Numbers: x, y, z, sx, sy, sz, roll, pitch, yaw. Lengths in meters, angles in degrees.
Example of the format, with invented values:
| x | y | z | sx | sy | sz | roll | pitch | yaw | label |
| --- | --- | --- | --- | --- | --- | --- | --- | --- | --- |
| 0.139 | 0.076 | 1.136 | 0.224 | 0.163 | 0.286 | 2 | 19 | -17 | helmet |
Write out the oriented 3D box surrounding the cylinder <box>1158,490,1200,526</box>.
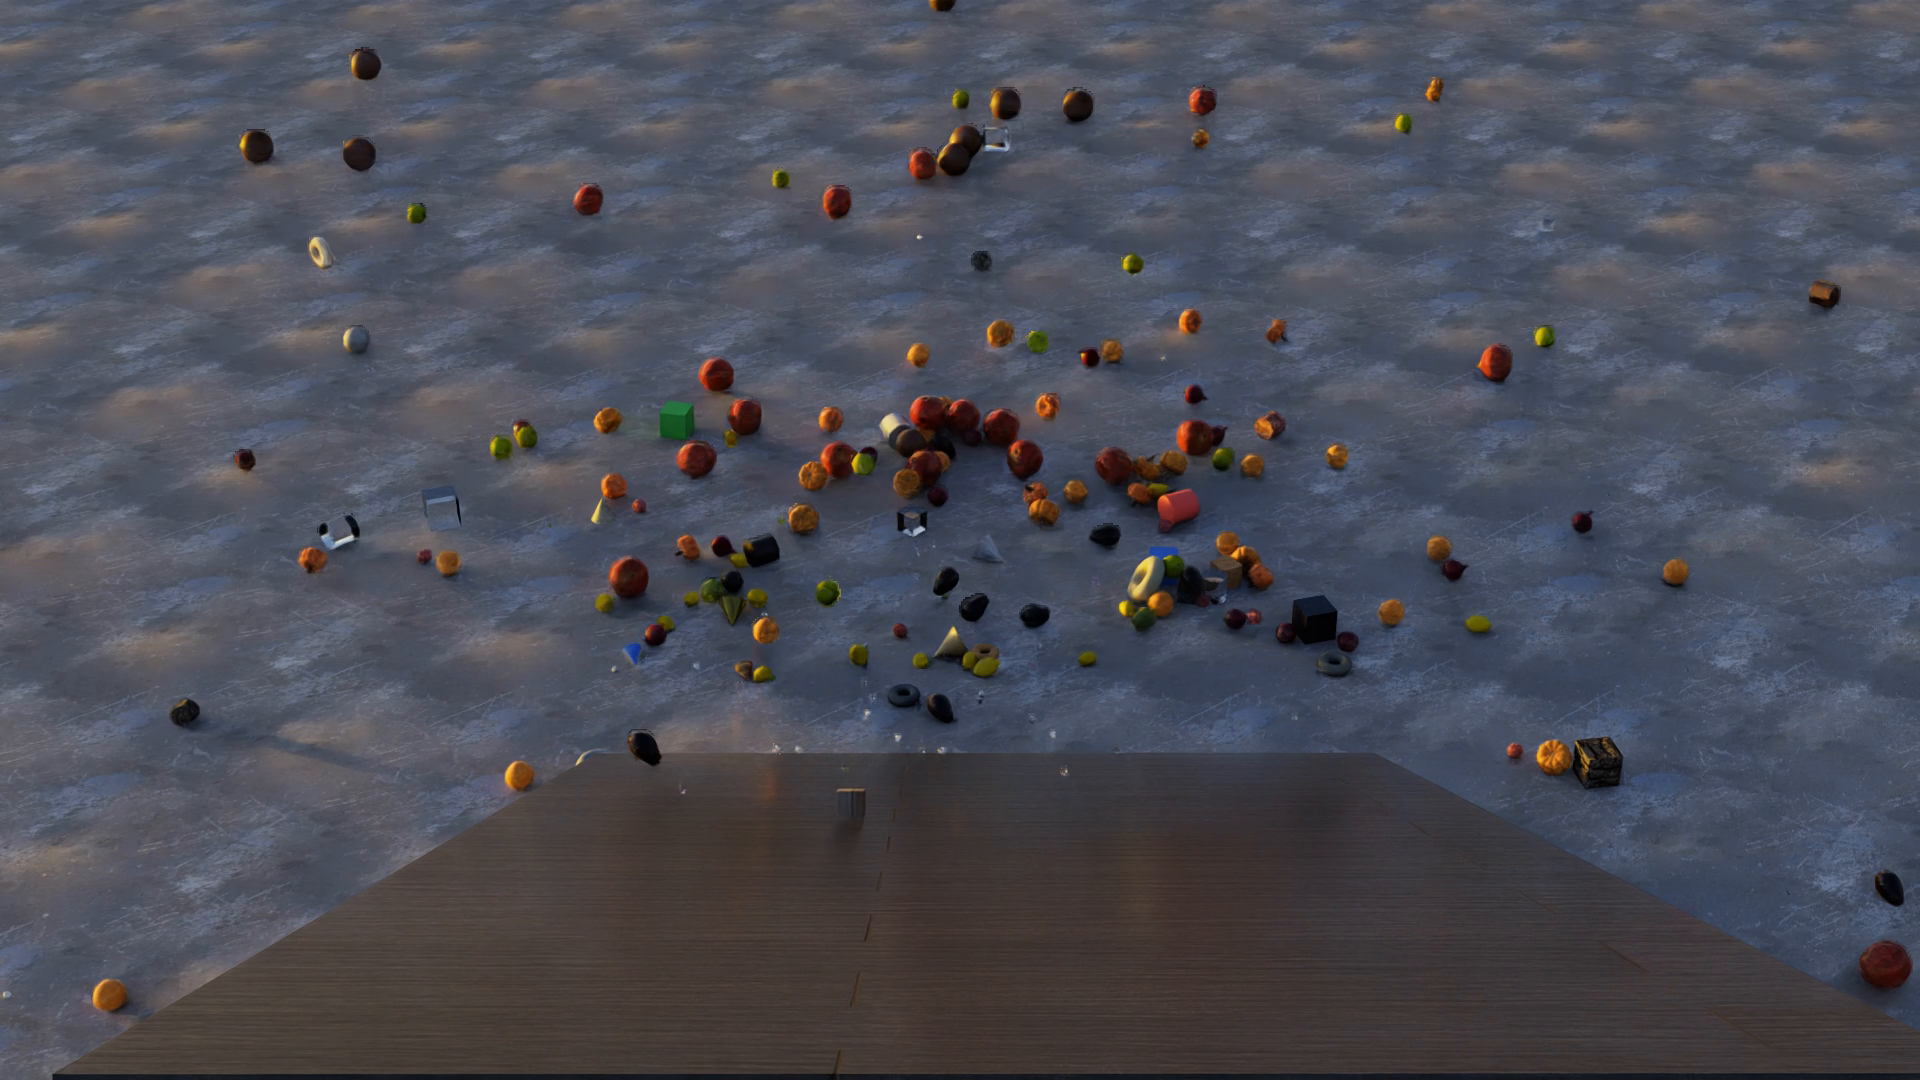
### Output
| x | y | z | sx | sy | sz | roll | pitch | yaw | label |
| --- | --- | --- | --- | --- | --- | --- | --- | --- | --- |
| 0.664 | -0.099 | 7.859 | 0.093 | 0.093 | 0.093 | -14 | 33 | -23 | cylinder |

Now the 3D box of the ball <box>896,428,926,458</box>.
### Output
| x | y | z | sx | sy | sz | roll | pitch | yaw | label |
| --- | --- | --- | --- | --- | --- | --- | --- | --- | --- |
| -0.155 | -0.305 | 8.213 | 0.096 | 0.096 | 0.096 | 0 | 30 | 0 | ball |

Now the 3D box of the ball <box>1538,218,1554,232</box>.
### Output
| x | y | z | sx | sy | sz | roll | pitch | yaw | label |
| --- | --- | --- | --- | --- | --- | --- | --- | --- | --- |
| 2.218 | -1.192 | 9.793 | 0.055 | 0.055 | 0.055 | 0 | 30 | 0 | ball |

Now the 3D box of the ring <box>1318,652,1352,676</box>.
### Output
| x | y | z | sx | sy | sz | roll | pitch | yaw | label |
| --- | --- | --- | --- | --- | --- | --- | --- | --- | --- |
| 1.036 | 0.343 | 7.154 | 0.097 | 0.032 | 0.097 | 0 | 31 | 0 | ring |

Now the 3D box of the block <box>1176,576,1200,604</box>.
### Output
| x | y | z | sx | sy | sz | roll | pitch | yaw | label |
| --- | --- | --- | --- | --- | --- | --- | --- | --- | --- |
| 0.659 | 0.144 | 7.472 | 0.058 | 0.058 | 0.058 | 6 | 31 | 10 | block |

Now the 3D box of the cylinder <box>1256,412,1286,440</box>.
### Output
| x | y | z | sx | sy | sz | roll | pitch | yaw | label |
| --- | --- | --- | --- | --- | --- | --- | --- | --- | --- |
| 1.002 | -0.369 | 8.350 | 0.070 | 0.070 | 0.070 | 25 | 38 | 36 | cylinder |

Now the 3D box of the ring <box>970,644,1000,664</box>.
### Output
| x | y | z | sx | sy | sz | roll | pitch | yaw | label |
| --- | --- | --- | --- | --- | --- | --- | --- | --- | --- |
| 0.069 | 0.315 | 7.206 | 0.081 | 0.027 | 0.081 | 1 | 31 | 0 | ring |

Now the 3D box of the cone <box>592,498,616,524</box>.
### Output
| x | y | z | sx | sy | sz | roll | pitch | yaw | label |
| --- | --- | --- | --- | --- | --- | --- | --- | --- | --- |
| -1.086 | -0.100 | 7.876 | 0.076 | 0.076 | 0.076 | 0 | 30 | 0 | cone |

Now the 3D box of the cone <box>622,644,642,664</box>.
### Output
| x | y | z | sx | sy | sz | roll | pitch | yaw | label |
| --- | --- | --- | --- | --- | --- | --- | --- | --- | --- |
| -0.906 | 0.325 | 7.191 | 0.054 | 0.054 | 0.054 | -10 | 58 | -16 | cone |

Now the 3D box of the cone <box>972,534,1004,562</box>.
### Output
| x | y | z | sx | sy | sz | roll | pitch | yaw | label |
| --- | --- | --- | --- | --- | --- | --- | --- | --- | --- |
| 0.096 | 0.042 | 7.667 | 0.090 | 0.090 | 0.090 | 34 | 37 | 5 | cone |

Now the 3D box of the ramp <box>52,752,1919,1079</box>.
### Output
| x | y | z | sx | sy | sz | roll | pitch | yaw | label |
| --- | --- | --- | --- | --- | --- | --- | --- | --- | --- |
| 0.067 | 0.598 | 4.656 | 2.000 | 0.100 | 4.000 | 0 | 0 | 0 | ramp |

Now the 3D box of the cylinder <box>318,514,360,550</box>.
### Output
| x | y | z | sx | sy | sz | roll | pitch | yaw | label |
| --- | --- | --- | --- | --- | --- | --- | --- | --- | --- |
| -1.858 | -0.027 | 7.741 | 0.085 | 0.085 | 0.085 | 24 | 38 | 36 | cylinder |

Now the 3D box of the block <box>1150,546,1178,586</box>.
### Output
| x | y | z | sx | sy | sz | roll | pitch | yaw | label |
| --- | --- | --- | --- | --- | --- | --- | --- | --- | --- |
| 0.594 | 0.076 | 7.565 | 0.082 | 0.082 | 0.082 | 2 | 30 | 3 | block |

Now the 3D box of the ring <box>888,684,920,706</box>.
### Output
| x | y | z | sx | sy | sz | roll | pitch | yaw | label |
| --- | --- | --- | --- | --- | --- | --- | --- | --- | --- |
| -0.152 | 0.421 | 7.020 | 0.089 | 0.030 | 0.089 | 0 | 31 | 0 | ring |

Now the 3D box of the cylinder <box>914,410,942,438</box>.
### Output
| x | y | z | sx | sy | sz | roll | pitch | yaw | label |
| --- | --- | --- | --- | --- | --- | --- | --- | --- | --- |
| -0.103 | -0.375 | 8.361 | 0.069 | 0.069 | 0.069 | -12 | 34 | -19 | cylinder |

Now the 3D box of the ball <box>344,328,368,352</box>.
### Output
| x | y | z | sx | sy | sz | roll | pitch | yaw | label |
| --- | --- | --- | --- | --- | --- | --- | --- | --- | --- |
| -2.074 | -0.688 | 8.887 | 0.085 | 0.085 | 0.085 | 0 | 30 | 0 | ball |

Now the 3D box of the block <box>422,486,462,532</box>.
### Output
| x | y | z | sx | sy | sz | roll | pitch | yaw | label |
| --- | --- | --- | --- | --- | --- | --- | --- | --- | --- |
| -1.573 | -0.096 | 7.851 | 0.095 | 0.095 | 0.095 | -11 | 32 | -18 | block |

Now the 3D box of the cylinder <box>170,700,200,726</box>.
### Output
| x | y | z | sx | sy | sz | roll | pitch | yaw | label |
| --- | --- | --- | --- | --- | --- | --- | --- | --- | --- |
| -2.073 | 0.463 | 6.922 | 0.054 | 0.054 | 0.054 | 10 | 31 | 17 | cylinder |

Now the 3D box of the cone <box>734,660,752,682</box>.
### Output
| x | y | z | sx | sy | sz | roll | pitch | yaw | label |
| --- | --- | --- | --- | --- | --- | --- | --- | --- | --- |
| -0.589 | 0.368 | 7.117 | 0.052 | 0.052 | 0.052 | -9 | 58 | -14 | cone |

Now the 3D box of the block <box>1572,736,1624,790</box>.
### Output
| x | y | z | sx | sy | sz | roll | pitch | yaw | label |
| --- | --- | --- | --- | --- | --- | --- | --- | --- | --- |
| 1.648 | 0.576 | 6.688 | 0.092 | 0.092 | 0.092 | -5 | 30 | -9 | block |

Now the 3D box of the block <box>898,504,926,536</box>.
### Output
| x | y | z | sx | sy | sz | roll | pitch | yaw | label |
| --- | --- | --- | --- | --- | --- | --- | --- | --- | --- |
| -0.145 | -0.059 | 7.818 | 0.063 | 0.063 | 0.063 | 22 | 37 | 33 | block |

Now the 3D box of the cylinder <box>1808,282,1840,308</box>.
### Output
| x | y | z | sx | sy | sz | roll | pitch | yaw | label |
| --- | --- | --- | --- | --- | --- | --- | --- | --- | --- |
| 3.077 | -0.873 | 9.216 | 0.076 | 0.076 | 0.076 | -25 | 38 | -36 | cylinder |

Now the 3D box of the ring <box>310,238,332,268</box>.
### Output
| x | y | z | sx | sy | sz | roll | pitch | yaw | label |
| --- | --- | --- | --- | --- | --- | --- | --- | --- | --- |
| -2.340 | -1.052 | 9.482 | 0.039 | 0.118 | 0.118 | -26 | 39 | -37 | ring |

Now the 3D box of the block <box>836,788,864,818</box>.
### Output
| x | y | z | sx | sy | sz | roll | pitch | yaw | label |
| --- | --- | --- | --- | --- | --- | --- | --- | --- | --- |
| -0.216 | 0.521 | 5.117 | 0.053 | 0.053 | 0.053 | 0 | 0 | 0 | block |

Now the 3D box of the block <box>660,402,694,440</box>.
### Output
| x | y | z | sx | sy | sz | roll | pitch | yaw | label |
| --- | --- | --- | --- | --- | --- | --- | --- | --- | --- |
| -0.915 | -0.387 | 8.364 | 0.087 | 0.087 | 0.087 | 7 | 31 | 11 | block |

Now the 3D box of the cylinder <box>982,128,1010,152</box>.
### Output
| x | y | z | sx | sy | sz | roll | pitch | yaw | label |
| --- | --- | --- | --- | --- | --- | --- | --- | --- | --- |
| 0.146 | -1.624 | 10.492 | 0.093 | 0.093 | 0.093 | 3 | 30 | 15 | cylinder |

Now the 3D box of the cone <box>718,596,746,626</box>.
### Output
| x | y | z | sx | sy | sz | roll | pitch | yaw | label |
| --- | --- | --- | --- | --- | --- | --- | --- | --- | --- |
| -0.649 | 0.214 | 7.372 | 0.080 | 0.080 | 0.080 | -1 | 57 | -2 | cone |

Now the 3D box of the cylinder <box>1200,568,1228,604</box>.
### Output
| x | y | z | sx | sy | sz | roll | pitch | yaw | label |
| --- | --- | --- | --- | --- | --- | --- | --- | --- | --- |
| 0.733 | 0.135 | 7.470 | 0.076 | 0.076 | 0.076 | 0 | 30 | 0 | cylinder |

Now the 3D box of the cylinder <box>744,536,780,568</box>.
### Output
| x | y | z | sx | sy | sz | roll | pitch | yaw | label |
| --- | --- | --- | --- | --- | --- | --- | --- | --- | --- |
| -0.586 | 0.033 | 7.645 | 0.077 | 0.077 | 0.077 | -17 | 34 | -27 | cylinder |

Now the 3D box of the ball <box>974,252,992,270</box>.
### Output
| x | y | z | sx | sy | sz | roll | pitch | yaw | label |
| --- | --- | --- | --- | --- | --- | --- | --- | --- | --- |
| 0.082 | -1.019 | 9.481 | 0.066 | 0.066 | 0.066 | 0 | 30 | 0 | ball |

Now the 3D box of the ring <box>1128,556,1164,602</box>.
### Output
| x | y | z | sx | sy | sz | roll | pitch | yaw | label |
| --- | --- | --- | --- | --- | --- | --- | --- | --- | --- |
| 0.537 | 0.114 | 7.456 | 0.049 | 0.146 | 0.146 | 30 | 25 | -16 | ring |

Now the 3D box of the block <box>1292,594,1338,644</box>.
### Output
| x | y | z | sx | sy | sz | roll | pitch | yaw | label |
| --- | --- | --- | --- | --- | --- | --- | --- | --- | --- |
| 0.999 | 0.225 | 7.297 | 0.093 | 0.093 | 0.093 | -9 | 31 | -15 | block |

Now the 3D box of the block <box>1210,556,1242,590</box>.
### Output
| x | y | z | sx | sy | sz | roll | pitch | yaw | label |
| --- | --- | --- | --- | --- | --- | --- | --- | --- | --- |
| 0.775 | 0.097 | 7.544 | 0.068 | 0.068 | 0.068 | -15 | 33 | -24 | block |

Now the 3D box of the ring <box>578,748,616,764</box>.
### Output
| x | y | z | sx | sy | sz | roll | pitch | yaw | label |
| --- | --- | --- | --- | --- | --- | --- | --- | --- | --- |
| -0.940 | 0.583 | 6.730 | 0.115 | 0.038 | 0.115 | -1 | 29 | 0 | ring |

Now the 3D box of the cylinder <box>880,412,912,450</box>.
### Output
| x | y | z | sx | sy | sz | roll | pitch | yaw | label |
| --- | --- | --- | --- | --- | --- | --- | --- | --- | --- |
| -0.199 | -0.346 | 8.287 | 0.093 | 0.093 | 0.093 | -9 | 31 | -15 | cylinder |

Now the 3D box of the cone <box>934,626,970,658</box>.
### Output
| x | y | z | sx | sy | sz | roll | pitch | yaw | label |
| --- | --- | --- | --- | --- | --- | --- | --- | --- | --- |
| -0.035 | 0.305 | 7.208 | 0.096 | 0.096 | 0.096 | -31 | 34 | 0 | cone |
